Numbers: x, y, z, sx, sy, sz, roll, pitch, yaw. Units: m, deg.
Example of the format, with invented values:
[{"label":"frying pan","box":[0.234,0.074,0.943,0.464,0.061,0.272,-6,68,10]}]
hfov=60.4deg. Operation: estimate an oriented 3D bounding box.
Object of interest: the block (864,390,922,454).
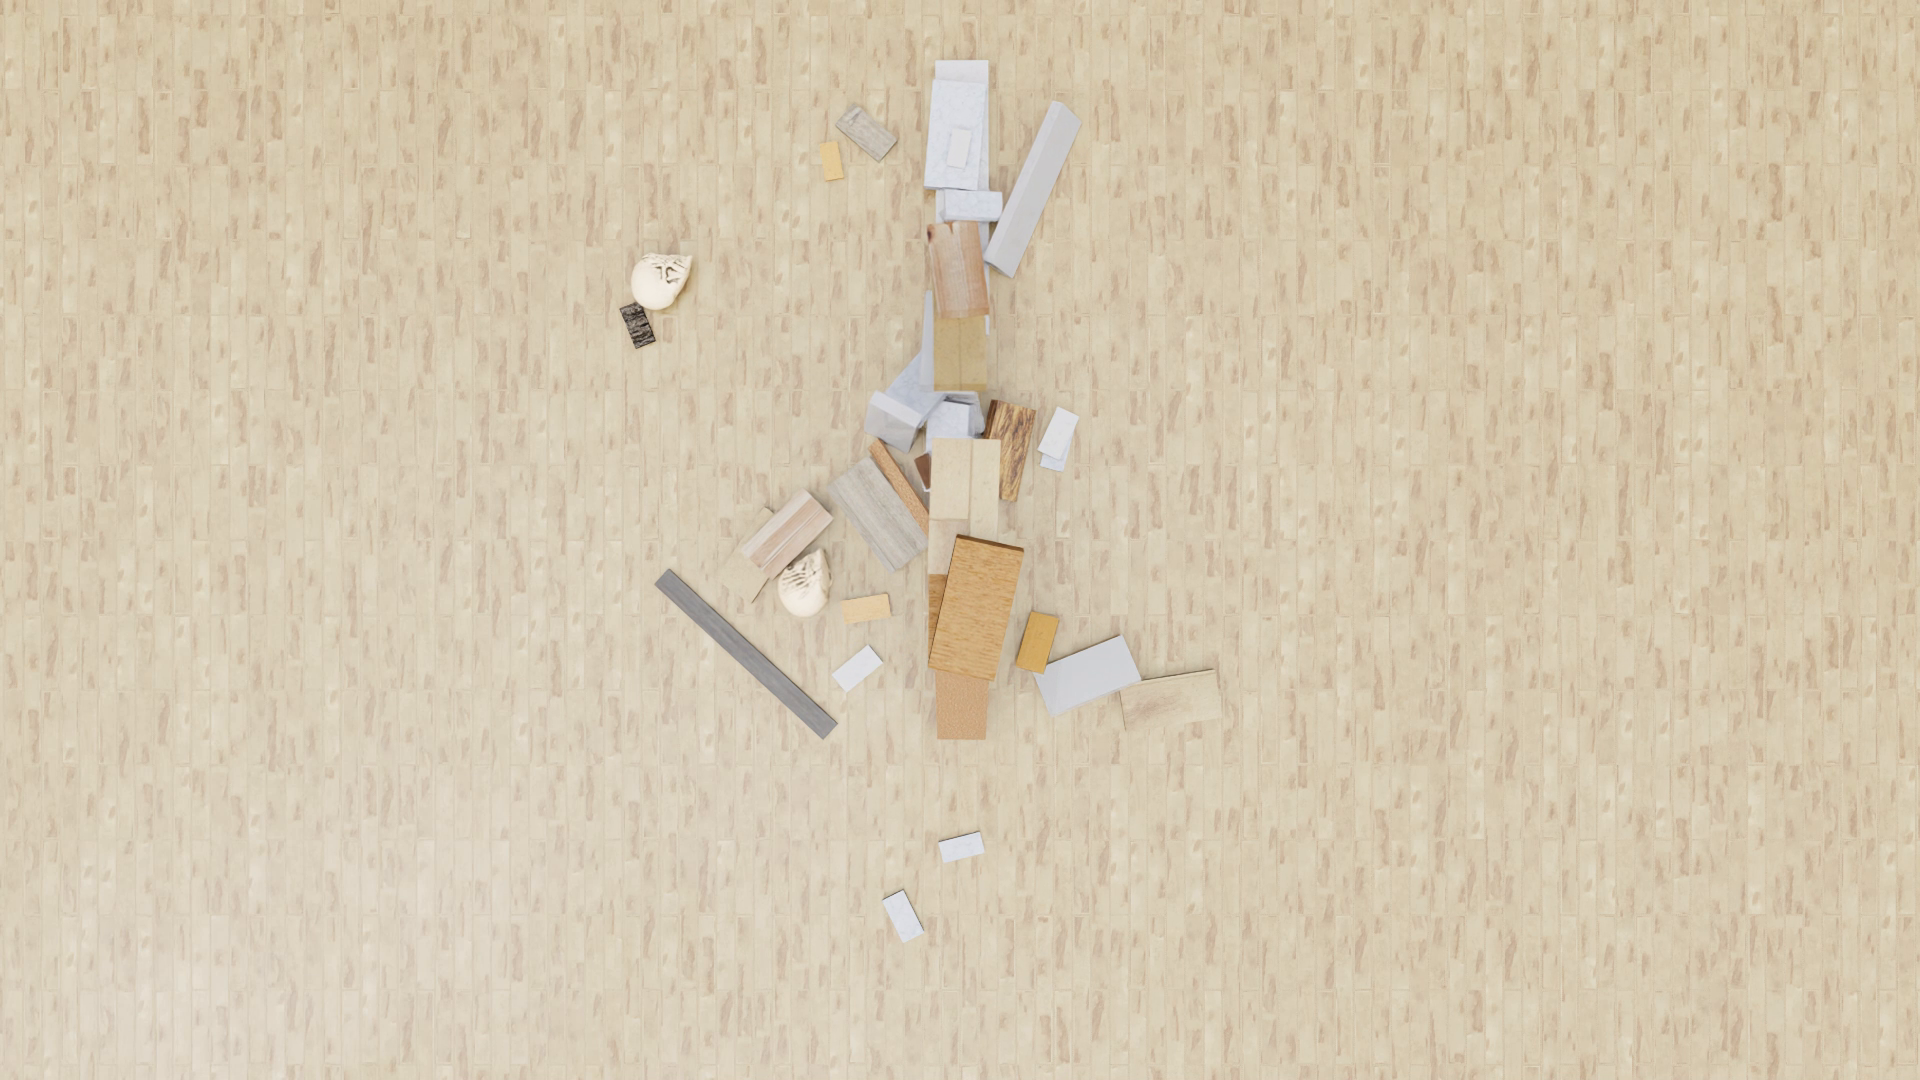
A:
[{"label":"block","box":[-0.219,-0.378,5.331,0.168,0.336,0.048,29,77,0]}]

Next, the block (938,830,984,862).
[{"label":"block","box":[0.006,1.022,5.490,0.142,0.020,0.071,-14,90,0]}]

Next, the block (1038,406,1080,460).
[{"label":"block","box":[0.326,-0.353,5.466,0.080,0.023,0.159,25,90,0]}]

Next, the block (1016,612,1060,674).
[{"label":"block","box":[0.257,0.341,5.461,0.095,0.027,0.190,15,80,11]}]

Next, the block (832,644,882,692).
[{"label":"block","box":[-0.341,0.428,5.489,0.157,0.022,0.079,-39,90,0]}]

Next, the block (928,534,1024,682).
[{"label":"block","box":[0.041,0.178,4.310,0.179,0.051,0.357,12,103,-3]}]

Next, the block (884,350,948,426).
[{"label":"block","box":[-0.093,-0.532,5.362,0.155,0.044,0.325,35,71,13]}]

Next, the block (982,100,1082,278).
[{"label":"block","box":[0.238,-1.151,5.428,0.041,0.145,0.568,24,90,33]}]

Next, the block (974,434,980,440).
[{"label":"block","box":[0.021,-0.371,5.459,0.089,0.025,0.177,-3,101,0]}]

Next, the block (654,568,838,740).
[{"label":"block","box":[-0.712,0.380,5.490,0.765,0.020,0.071,43,90,0]}]

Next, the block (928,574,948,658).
[{"label":"block","box":[0.000,0.148,4.391,0.166,0.047,0.332,1,90,0]}]

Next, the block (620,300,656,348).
[{"label":"block","box":[-1.073,-0.716,5.490,0.071,0.020,0.142,-22,90,0]}]

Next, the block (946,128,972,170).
[{"label":"block","box":[-0.003,-1.279,5.392,0.062,0.017,0.123,11,90,0]}]

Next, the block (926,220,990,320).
[{"label":"block","box":[-0.008,-0.880,5.356,0.168,0.048,0.336,-6,66,-4]}]

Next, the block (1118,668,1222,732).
[{"label":"block","box":[0.697,0.533,5.477,0.321,0.046,0.161,-9,90,0]}]

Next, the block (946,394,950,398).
[{"label":"block","box":[-0.010,-0.556,5.488,0.082,0.023,0.165,-3,90,0]}]

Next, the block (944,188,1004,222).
[{"label":"block","box":[0.044,-1.096,5.405,0.192,0.027,0.096,1,71,-11]}]

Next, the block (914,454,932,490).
[{"label":"block","box":[-0.107,-0.226,5.431,0.055,0.016,0.110,-24,89,33]}]

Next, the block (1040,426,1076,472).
[{"label":"block","box":[0.324,-0.312,5.489,0.080,0.023,0.159,15,90,0]}]

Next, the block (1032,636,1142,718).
[{"label":"block","box":[0.419,0.451,5.453,0.321,0.046,0.161,-22,71,0]}]

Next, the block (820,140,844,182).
[{"label":"block","box":[-0.428,-1.261,5.491,0.062,0.017,0.123,-10,90,0]}]

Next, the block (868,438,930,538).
[{"label":"block","box":[-0.184,-0.169,5.447,0.055,0.016,0.375,-40,79,31]}]

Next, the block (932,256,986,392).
[{"label":"block","box":[-0.002,-0.701,5.330,0.168,0.048,0.475,0,66,-2]}]

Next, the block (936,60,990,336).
[{"label":"block","box":[0.008,-1.132,5.475,0.175,0.050,0.907,0,90,0]}]

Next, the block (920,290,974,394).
[{"label":"block","box":[-0.034,-0.642,5.356,0.175,0.050,0.350,3,66,0]}]

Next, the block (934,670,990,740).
[{"label":"block","box":[0.006,0.475,5.089,0.161,0.872,0.046,0,67,0]}]

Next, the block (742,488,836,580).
[{"label":"block","box":[-0.567,-0.019,5.438,0.290,0.041,0.145,-45,90,0]}]

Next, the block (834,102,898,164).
[{"label":"block","box":[-0.312,-1.353,5.486,0.192,0.027,0.096,40,90,0]}]

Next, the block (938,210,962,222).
[{"label":"block","box":[-0.003,-1.086,5.442,0.123,0.017,0.062,-33,90,0]}]

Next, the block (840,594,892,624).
[{"label":"block","box":[-0.312,0.229,5.489,0.158,0.022,0.079,-9,90,0]}]

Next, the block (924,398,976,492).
[{"label":"block","box":[-0.034,-0.302,5.402,0.155,0.044,0.311,12,108,29]}]

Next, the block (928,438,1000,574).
[{"label":"block","box":[0.011,-0.087,4.341,0.179,0.051,0.357,2,90,0]}]

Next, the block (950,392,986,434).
[{"label":"block","box":[0.023,-0.434,5.421,0.089,0.025,0.177,-14,101,2]}]

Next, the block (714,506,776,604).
[{"label":"block","box":[-0.670,0.050,5.479,0.145,0.041,0.290,34,90,0]}]

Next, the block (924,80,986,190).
[{"label":"block","box":[-0.016,-1.327,5.426,0.175,0.050,0.350,5,90,0]}]

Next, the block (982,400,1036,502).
[{"label":"block","box":[0.145,-0.293,5.441,0.155,0.044,0.310,12,90,-31]}]

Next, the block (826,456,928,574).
[{"label":"block","box":[-0.267,-0.082,5.475,0.179,0.051,0.357,-37,90,0]}]

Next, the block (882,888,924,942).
[{"label":"block","box":[-0.189,1.251,5.489,0.079,0.022,0.158,-26,90,0]}]
